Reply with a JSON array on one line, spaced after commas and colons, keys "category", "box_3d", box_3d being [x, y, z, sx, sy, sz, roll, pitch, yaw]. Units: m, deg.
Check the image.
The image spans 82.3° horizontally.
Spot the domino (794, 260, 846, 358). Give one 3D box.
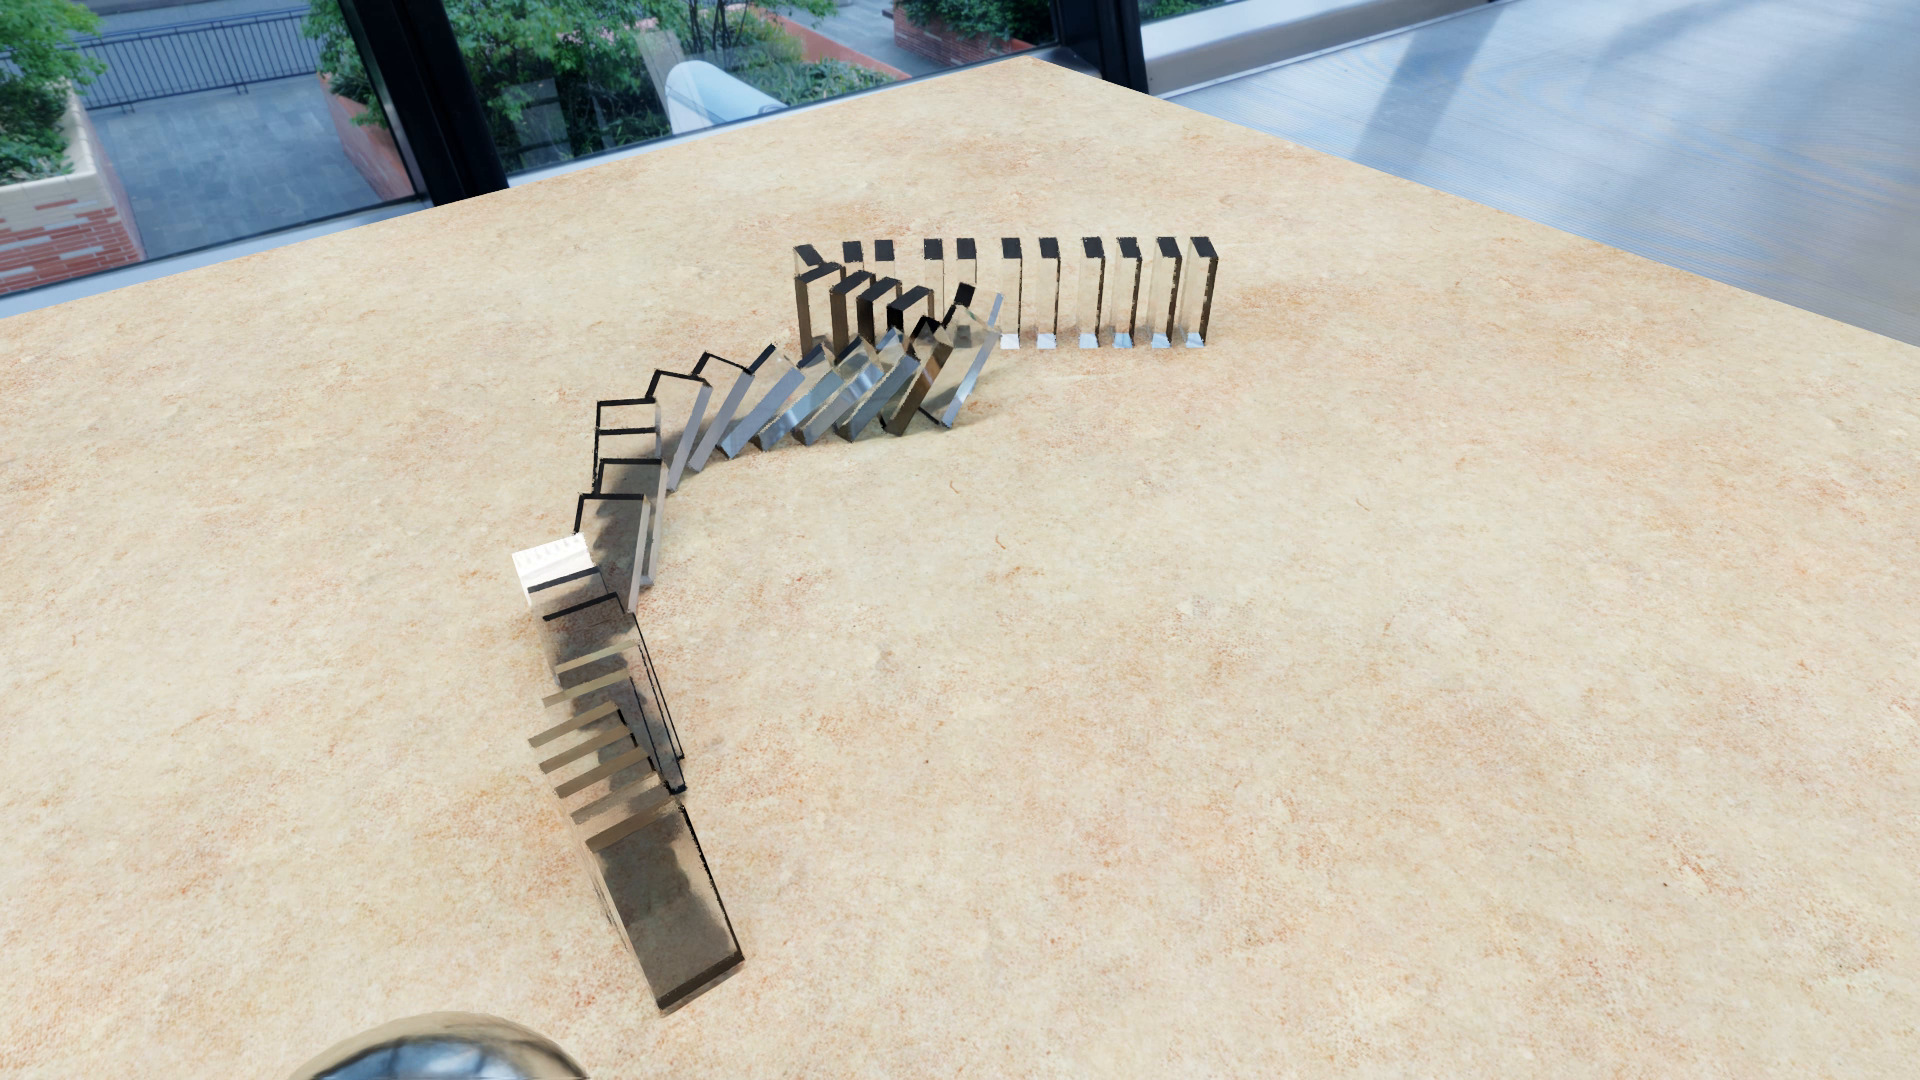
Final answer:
[{"category": "domino", "box_3d": [-0.067, -0.110, 0.546, 0.009, 0.050, 0.025, 31, 48, 32]}]

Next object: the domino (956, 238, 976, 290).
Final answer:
[{"category": "domino", "box_3d": [0.003, -0.127, 0.566, 0.009, 0.050, 0.025, -1, 39, -1]}]

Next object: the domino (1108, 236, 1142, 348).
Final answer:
[{"category": "domino", "box_3d": [0.085, -0.127, 0.567, 0.009, 0.050, 0.025, 0, 39, 0]}]

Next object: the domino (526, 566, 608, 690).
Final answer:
[{"category": "domino", "box_3d": [-0.130, 0.036, 0.383, 0.025, 0.010, 0.050, -19, 70, -21]}]

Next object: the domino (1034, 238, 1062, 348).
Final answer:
[{"category": "domino", "box_3d": [0.045, -0.127, 0.567, 0.009, 0.050, 0.025, -1, 39, -1]}]

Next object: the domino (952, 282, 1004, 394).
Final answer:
[{"category": "domino", "box_3d": [0.003, -0.096, 0.524, 0.009, 0.050, 0.025, 28, 17, 30]}]

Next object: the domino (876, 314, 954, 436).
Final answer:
[{"category": "domino", "box_3d": [-0.022, -0.075, 0.505, 0.009, 0.050, 0.025, 17, 30, -31]}]

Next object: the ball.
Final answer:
[{"category": "ball", "box_3d": [-0.108, 0.138, 0.220, 0.080, 0.080, 0.080, 0, 39, 0]}]

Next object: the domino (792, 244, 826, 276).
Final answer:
[{"category": "domino", "box_3d": [-0.075, -0.122, 0.560, 0.010, 0.050, 0.025, -16, 42, -18]}]

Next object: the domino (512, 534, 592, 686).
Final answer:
[{"category": "domino", "box_3d": [-0.141, 0.025, 0.397, 0.025, 0.010, 0.050, -19, 69, -21]}]

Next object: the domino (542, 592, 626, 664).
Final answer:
[{"category": "domino", "box_3d": [-0.119, 0.045, 0.369, 0.025, 0.010, 0.050, -21, 74, -22]}]

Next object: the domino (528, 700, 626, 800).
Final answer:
[{"category": "domino", "box_3d": [-0.103, 0.075, 0.320, 0.025, 0.050, 0.010, -25, 20, -27]}]

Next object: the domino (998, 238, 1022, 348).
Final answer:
[{"category": "domino", "box_3d": [0.026, -0.127, 0.566, 0.009, 0.050, 0.025, -1, 39, -1]}]

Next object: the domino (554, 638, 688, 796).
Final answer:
[{"category": "domino", "box_3d": [-0.105, 0.059, 0.341, 0.025, 0.050, 0.010, -20, 15, -22]}]

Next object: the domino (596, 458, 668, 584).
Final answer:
[{"category": "domino", "box_3d": [-0.132, -0.008, 0.435, 0.025, 0.010, 0.050, 0, 68, 1]}]

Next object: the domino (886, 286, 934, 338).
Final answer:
[{"category": "domino", "box_3d": [-0.023, -0.093, 0.525, 0.009, 0.050, 0.025, 23, 44, 25]}]

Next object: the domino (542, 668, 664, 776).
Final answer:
[{"category": "domino", "box_3d": [-0.105, 0.067, 0.331, 0.025, 0.050, 0.009, -20, 17, -22]}]

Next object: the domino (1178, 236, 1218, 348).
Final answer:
[{"category": "domino", "box_3d": [0.122, -0.128, 0.567, 0.010, 0.050, 0.025, -1, 39, -2]}]

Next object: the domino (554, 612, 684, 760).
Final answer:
[{"category": "domino", "box_3d": [-0.109, 0.051, 0.353, 0.025, 0.050, 0.009, -20, 5, -22]}]

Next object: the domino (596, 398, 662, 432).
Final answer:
[{"category": "domino", "box_3d": [-0.141, -0.035, 0.467, 0.025, 0.009, 0.050, -4, 70, -1]}]

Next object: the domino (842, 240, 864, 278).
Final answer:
[{"category": "domino", "box_3d": [-0.053, -0.124, 0.563, 0.009, 0.050, 0.025, -5, 40, -6]}]

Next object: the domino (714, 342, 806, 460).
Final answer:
[{"category": "domino", "box_3d": [-0.094, -0.063, 0.498, 0.050, 0.010, 0.025, -46, 47, 5]}]

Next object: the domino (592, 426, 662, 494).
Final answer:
[{"category": "domino", "box_3d": [-0.137, -0.021, 0.451, 0.025, 0.009, 0.050, -3, 69, -3]}]

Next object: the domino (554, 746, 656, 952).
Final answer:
[{"category": "domino", "box_3d": [-0.091, 0.086, 0.307, 0.025, 0.050, 0.010, -25, 20, -27]}]

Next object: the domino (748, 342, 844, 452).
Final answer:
[{"category": "domino", "box_3d": [-0.076, -0.065, 0.500, 0.050, 0.010, 0.025, -39, 41, 12]}]

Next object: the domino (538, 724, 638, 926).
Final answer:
[{"category": "domino", "box_3d": [-0.098, 0.081, 0.313, 0.025, 0.050, 0.010, -25, 20, -27]}]

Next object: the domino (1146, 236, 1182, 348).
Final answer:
[{"category": "domino", "box_3d": [0.105, -0.128, 0.567, 0.010, 0.050, 0.025, 0, 39, -1]}]

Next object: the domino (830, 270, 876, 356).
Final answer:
[{"category": "domino", "box_3d": [-0.051, -0.103, 0.538, 0.009, 0.050, 0.025, 21, 44, 23]}]

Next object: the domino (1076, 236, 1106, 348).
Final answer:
[{"category": "domino", "box_3d": [0.067, -0.127, 0.567, 0.009, 0.050, 0.025, 0, 39, 0]}]

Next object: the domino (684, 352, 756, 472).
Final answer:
[{"category": "domino", "box_3d": [-0.116, -0.058, 0.493, 0.025, 0.009, 0.050, 23, 79, 26]}]

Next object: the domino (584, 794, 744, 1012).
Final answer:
[{"category": "domino", "box_3d": [-0.078, 0.097, 0.294, 0.025, 0.050, 0.010, -25, 20, -27]}]

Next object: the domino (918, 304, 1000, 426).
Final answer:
[{"category": "domino", "box_3d": [-0.004, -0.080, 0.508, 0.025, 0.050, 0.009, 41, 23, 25]}]

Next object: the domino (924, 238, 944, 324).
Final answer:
[{"category": "domino", "box_3d": [-0.013, -0.126, 0.565, 0.010, 0.050, 0.025, -2, 39, -2]}]

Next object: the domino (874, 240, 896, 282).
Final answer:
[{"category": "domino", "box_3d": [-0.038, -0.125, 0.564, 0.009, 0.050, 0.025, -3, 39, -4]}]

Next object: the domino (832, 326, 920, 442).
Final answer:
[{"category": "domino", "box_3d": [-0.040, -0.071, 0.504, 0.009, 0.050, 0.025, 30, 24, -35]}]

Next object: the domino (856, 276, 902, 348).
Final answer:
[{"category": "domino", "box_3d": [-0.038, -0.099, 0.532, 0.010, 0.050, 0.025, 20, 44, 23]}]

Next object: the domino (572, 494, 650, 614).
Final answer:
[{"category": "domino", "box_3d": [-0.134, 0.007, 0.418, 0.025, 0.009, 0.050, 1, 66, 1]}]

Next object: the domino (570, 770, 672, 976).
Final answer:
[{"category": "domino", "box_3d": [-0.085, 0.091, 0.301, 0.025, 0.050, 0.009, -25, 20, -27]}]

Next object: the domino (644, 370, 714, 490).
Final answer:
[{"category": "domino", "box_3d": [-0.129, -0.049, 0.482, 0.025, 0.010, 0.050, 12, 74, 17]}]

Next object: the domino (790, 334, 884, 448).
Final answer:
[{"category": "domino", "box_3d": [-0.058, -0.068, 0.502, 0.050, 0.009, 0.025, -41, 39, 16]}]
